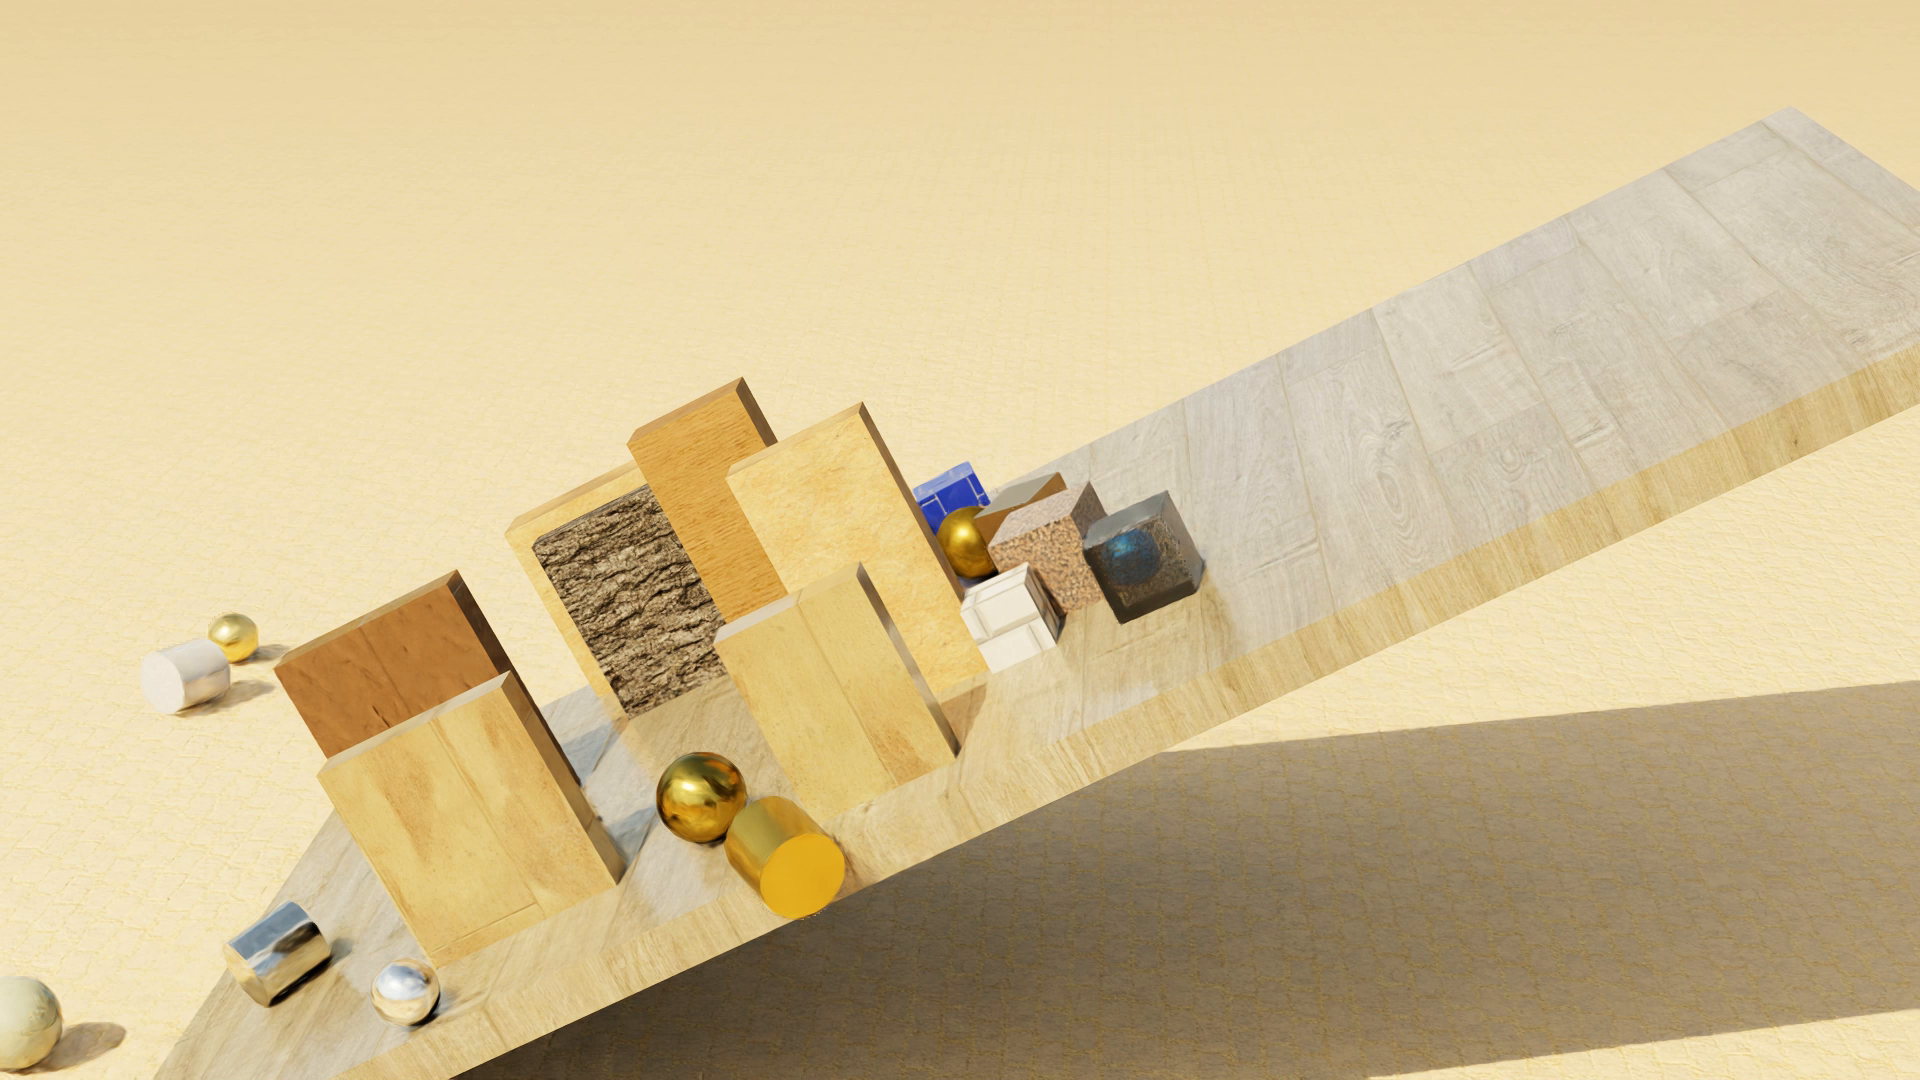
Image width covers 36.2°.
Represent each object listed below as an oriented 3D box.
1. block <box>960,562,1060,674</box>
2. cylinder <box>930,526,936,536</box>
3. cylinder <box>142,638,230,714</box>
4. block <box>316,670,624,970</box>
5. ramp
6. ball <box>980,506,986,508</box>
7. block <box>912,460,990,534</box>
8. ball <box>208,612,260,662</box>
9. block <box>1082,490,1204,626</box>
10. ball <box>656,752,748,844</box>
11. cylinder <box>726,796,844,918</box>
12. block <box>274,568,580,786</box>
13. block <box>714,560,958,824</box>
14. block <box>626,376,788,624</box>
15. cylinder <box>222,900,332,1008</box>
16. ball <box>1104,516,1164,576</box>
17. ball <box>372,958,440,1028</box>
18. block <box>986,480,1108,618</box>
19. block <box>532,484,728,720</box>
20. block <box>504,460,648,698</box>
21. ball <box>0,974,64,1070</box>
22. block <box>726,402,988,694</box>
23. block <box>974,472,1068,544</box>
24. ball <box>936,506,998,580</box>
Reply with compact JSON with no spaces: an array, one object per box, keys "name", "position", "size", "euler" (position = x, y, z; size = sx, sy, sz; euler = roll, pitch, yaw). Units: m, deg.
[{"name":"block","position":[0.101,0.155,5.887],"size":[0.142,0.142,0.142],"euler":[-25,14,12]},{"name":"cylinder","position":[-0.147,0.066,6.550],"size":[0.210,0.210,0.210],"euler":[-1,24,-2]},{"name":"cylinder","position":[-2.240,0.394,8.516],"size":[0.177,0.177,0.177],"euler":[11,20,33]},{"name":"block","position":[-0.965,0.557,5.814],"size":[0.419,0.463,0.098],"euler":[-26,14,10]},{"name":"ramp","position":[0.140,0.168,6.281],"size":[4.000,0.100,2.000],"euler":[-26,14,10]},{"name":"ball","position":[0.049,-0.024,6.704],"size":[0.111,0.111,0.111],"euler":[0,17,0]},{"name":"block","position":[-0.005,-0.074,6.906],"size":[0.151,0.151,0.151],"euler":[-28,14,1]},{"name":"ball","position":[-2.200,0.296,8.910],"size":[0.151,0.151,0.151],"euler":[0,17,0]},{"name":"block","position":[0.360,0.034,5.770],"size":[0.168,0.168,0.168],"euler":[-24,14,17]},{"name":"ball","position":[-0.503,0.501,5.724],"size":[0.179,0.179,0.179],"euler":[0,17,0]},{"name":"cylinder","position":[-0.315,0.568,5.273],"size":[0.163,0.163,0.163],"euler":[-8,23,-25]},{"name":"block","position":[-1.181,0.415,6.543],"size":[0.445,0.562,0.110],"euler":[-26,14,10]},{"name":"block","position":[-0.230,0.287,5.501],"size":[0.300,0.401,0.098],"euler":[-26,14,10]},{"name":"block","position":[-0.459,-0.012,6.534],"size":[0.272,0.637,0.133],"euler":[-26,14,10]},{"name":"cylinder","position":[-1.448,0.876,6.232],"size":[0.162,0.162,0.162],"euler":[-36,35,-30]},{"name":"ball","position":[0.352,0.011,5.970],"size":[0.120,0.120,0.120],"euler":[0,17,0]},{"name":"ball","position":[-1.054,0.860,5.591],"size":[0.130,0.130,0.130],"euler":[0,17,0]},{"name":"block","position":[0.204,0.030,6.033],"size":[0.194,0.194,0.194],"euler":[-22,15,22]},{"name":"block","position":[-0.726,0.133,6.872],"size":[0.354,0.472,0.086],"euler":[-26,14,10]},{"name":"block","position":[-0.802,0.073,7.243],"size":[0.445,0.470,0.144],"euler":[-26,14,10]},{"name":"ball","position":[-2.044,1.042,6.358],"size":[0.203,0.203,0.203],"euler":[0,17,0]},{"name":"block","position":[-0.195,0.051,5.901],"size":[0.299,0.585,0.098],"euler":[-26,14,10]},{"name":"block","position":[0.157,-0.033,6.442],"size":[0.152,0.152,0.152],"euler":[-17,18,39]},{"name":"ball","position":[0.028,0.006,6.526],"size":[0.163,0.163,0.163],"euler":[0,17,0]}]
